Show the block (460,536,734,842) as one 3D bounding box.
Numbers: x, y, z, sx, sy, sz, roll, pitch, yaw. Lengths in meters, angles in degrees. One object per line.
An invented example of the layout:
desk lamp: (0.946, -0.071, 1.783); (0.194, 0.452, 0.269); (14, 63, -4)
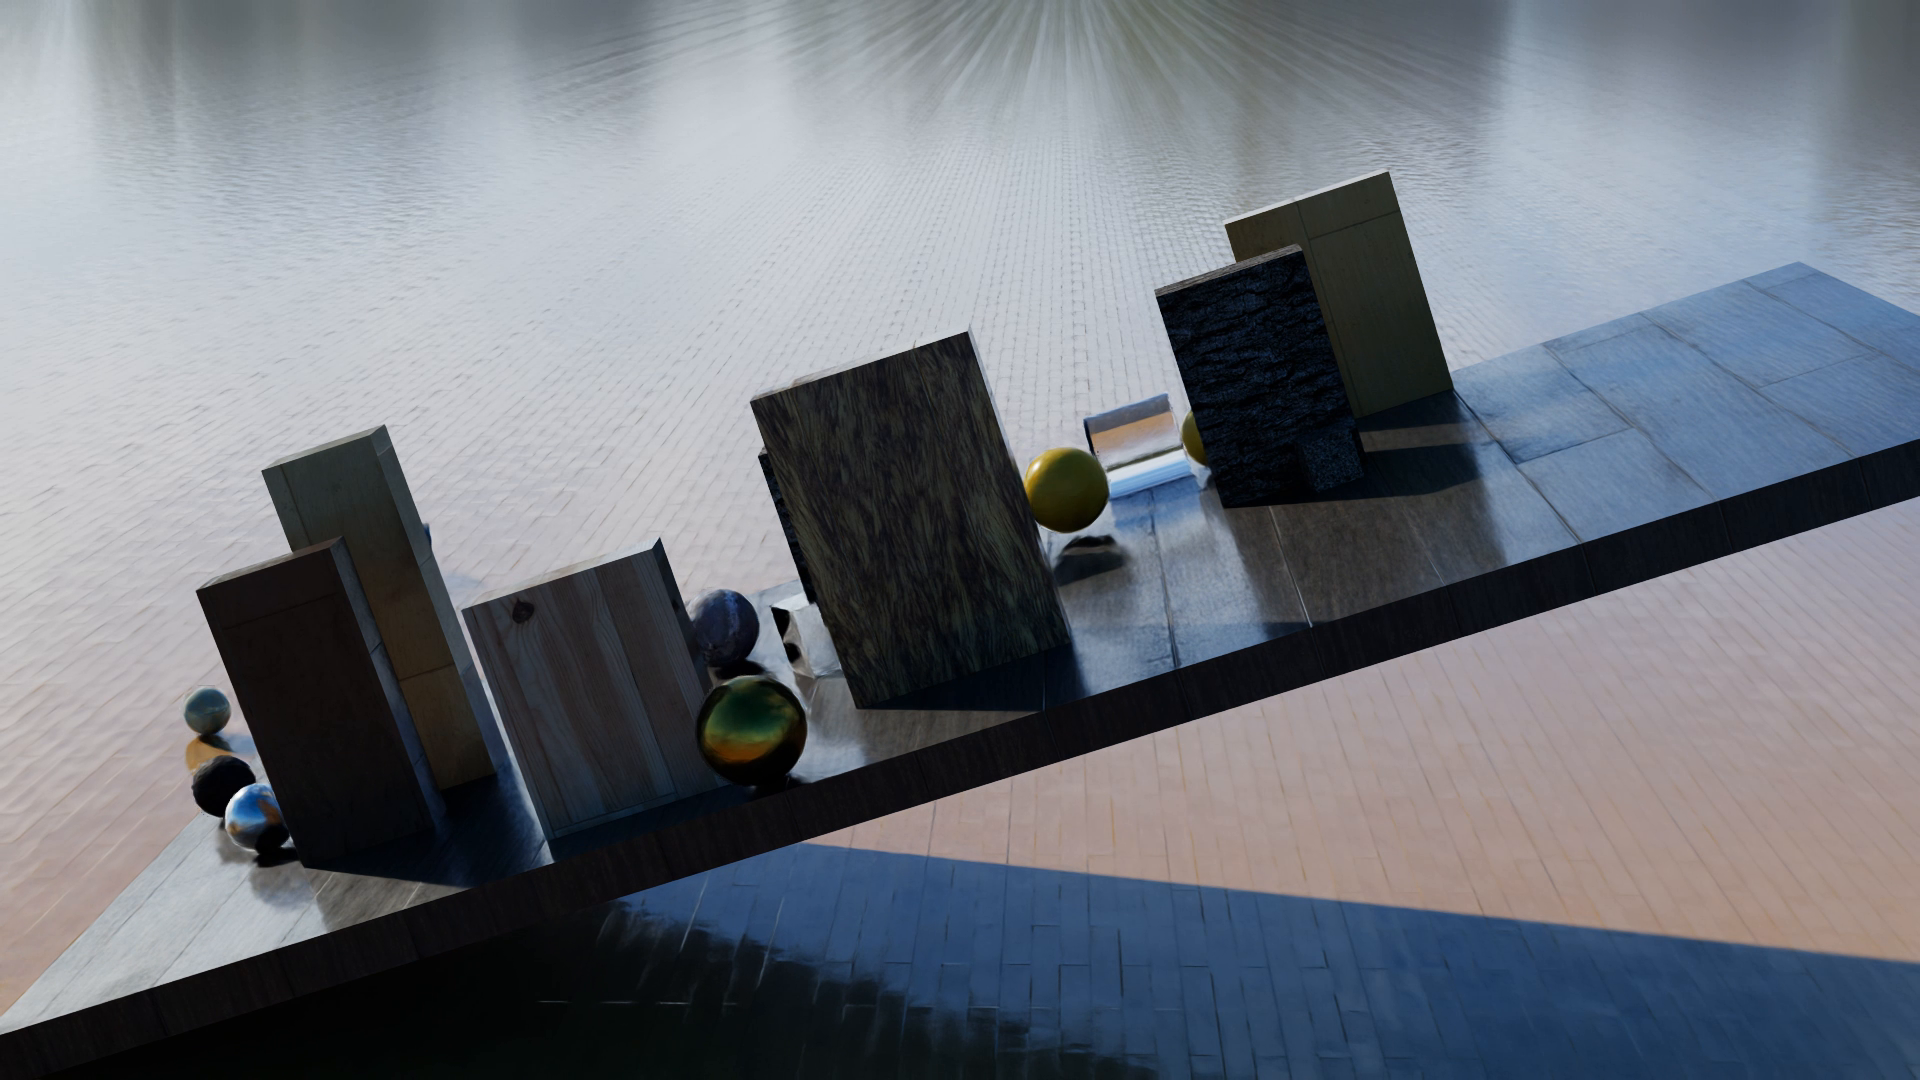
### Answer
block: (-0.676, 0.282, 5.570); (0.380, 0.473, 0.112); (-18, 11, 6)

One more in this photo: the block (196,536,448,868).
block: (-1.303, 0.331, 6.018); (0.290, 0.612, 0.120); (-18, 11, 6)

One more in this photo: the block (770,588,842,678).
block: (-0.288, 0.189, 6.254); (0.152, 0.152, 0.152); (-22, 11, -19)

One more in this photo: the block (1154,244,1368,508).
block: (0.663, -0.362, 6.494); (0.332, 0.493, 0.139); (-18, 11, 6)

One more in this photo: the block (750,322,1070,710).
block: (-0.093, -0.046, 5.772); (0.443, 0.644, 0.125); (-18, 11, 6)

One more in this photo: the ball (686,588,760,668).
ball: (-0.537, 0.196, 6.578); (0.176, 0.176, 0.176); (0, 12, 0)

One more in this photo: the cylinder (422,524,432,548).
cylinder: (-1.882, 0.024, 9.999); (0.153, 0.153, 0.153); (-3, 12, -15)

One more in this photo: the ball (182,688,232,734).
ball: (-2.038, 0.463, 7.957); (0.129, 0.129, 0.129); (0, 12, 0)

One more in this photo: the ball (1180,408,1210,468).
ball: (0.603, -0.253, 6.938); (0.164, 0.164, 0.164); (0, 12, 0)

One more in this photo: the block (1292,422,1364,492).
block: (0.798, -0.179, 6.380); (0.109, 0.109, 0.109); (-19, 11, -2)

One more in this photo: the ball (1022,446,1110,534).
ball: (0.241, -0.115, 6.714); (0.199, 0.199, 0.199); (0, 12, 0)

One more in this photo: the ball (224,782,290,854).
ball: (-1.493, 0.593, 6.275); (0.149, 0.149, 0.149); (0, 12, 0)

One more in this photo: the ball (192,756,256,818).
ball: (-1.693, 0.567, 6.767); (0.143, 0.143, 0.143); (0, 12, 0)

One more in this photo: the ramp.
ramp: (0.104, 0.182, 6.308); (4.000, 0.100, 2.000); (-18, 11, 6)

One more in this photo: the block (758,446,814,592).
block: (-0.204, -0.072, 6.729); (0.393, 0.411, 0.145); (-18, 11, 6)

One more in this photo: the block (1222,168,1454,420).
block: (0.896, -0.560, 6.977); (0.401, 0.537, 0.092); (-18, 11, 6)

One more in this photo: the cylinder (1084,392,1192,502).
cylinder: (0.421, -0.221, 6.972); (0.207, 0.207, 0.207); (-17, 10, 7)

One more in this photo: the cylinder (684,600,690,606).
cylinder: (-0.583, 0.202, 6.727); (0.130, 0.130, 0.130); (-22, 9, 4)

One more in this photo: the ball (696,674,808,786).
ball: (-0.385, 0.352, 5.448); (0.205, 0.205, 0.205); (0, 12, 0)

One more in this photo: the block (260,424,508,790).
block: (-1.230, 0.162, 6.316); (0.246, 0.772, 0.143); (-18, 11, 6)
